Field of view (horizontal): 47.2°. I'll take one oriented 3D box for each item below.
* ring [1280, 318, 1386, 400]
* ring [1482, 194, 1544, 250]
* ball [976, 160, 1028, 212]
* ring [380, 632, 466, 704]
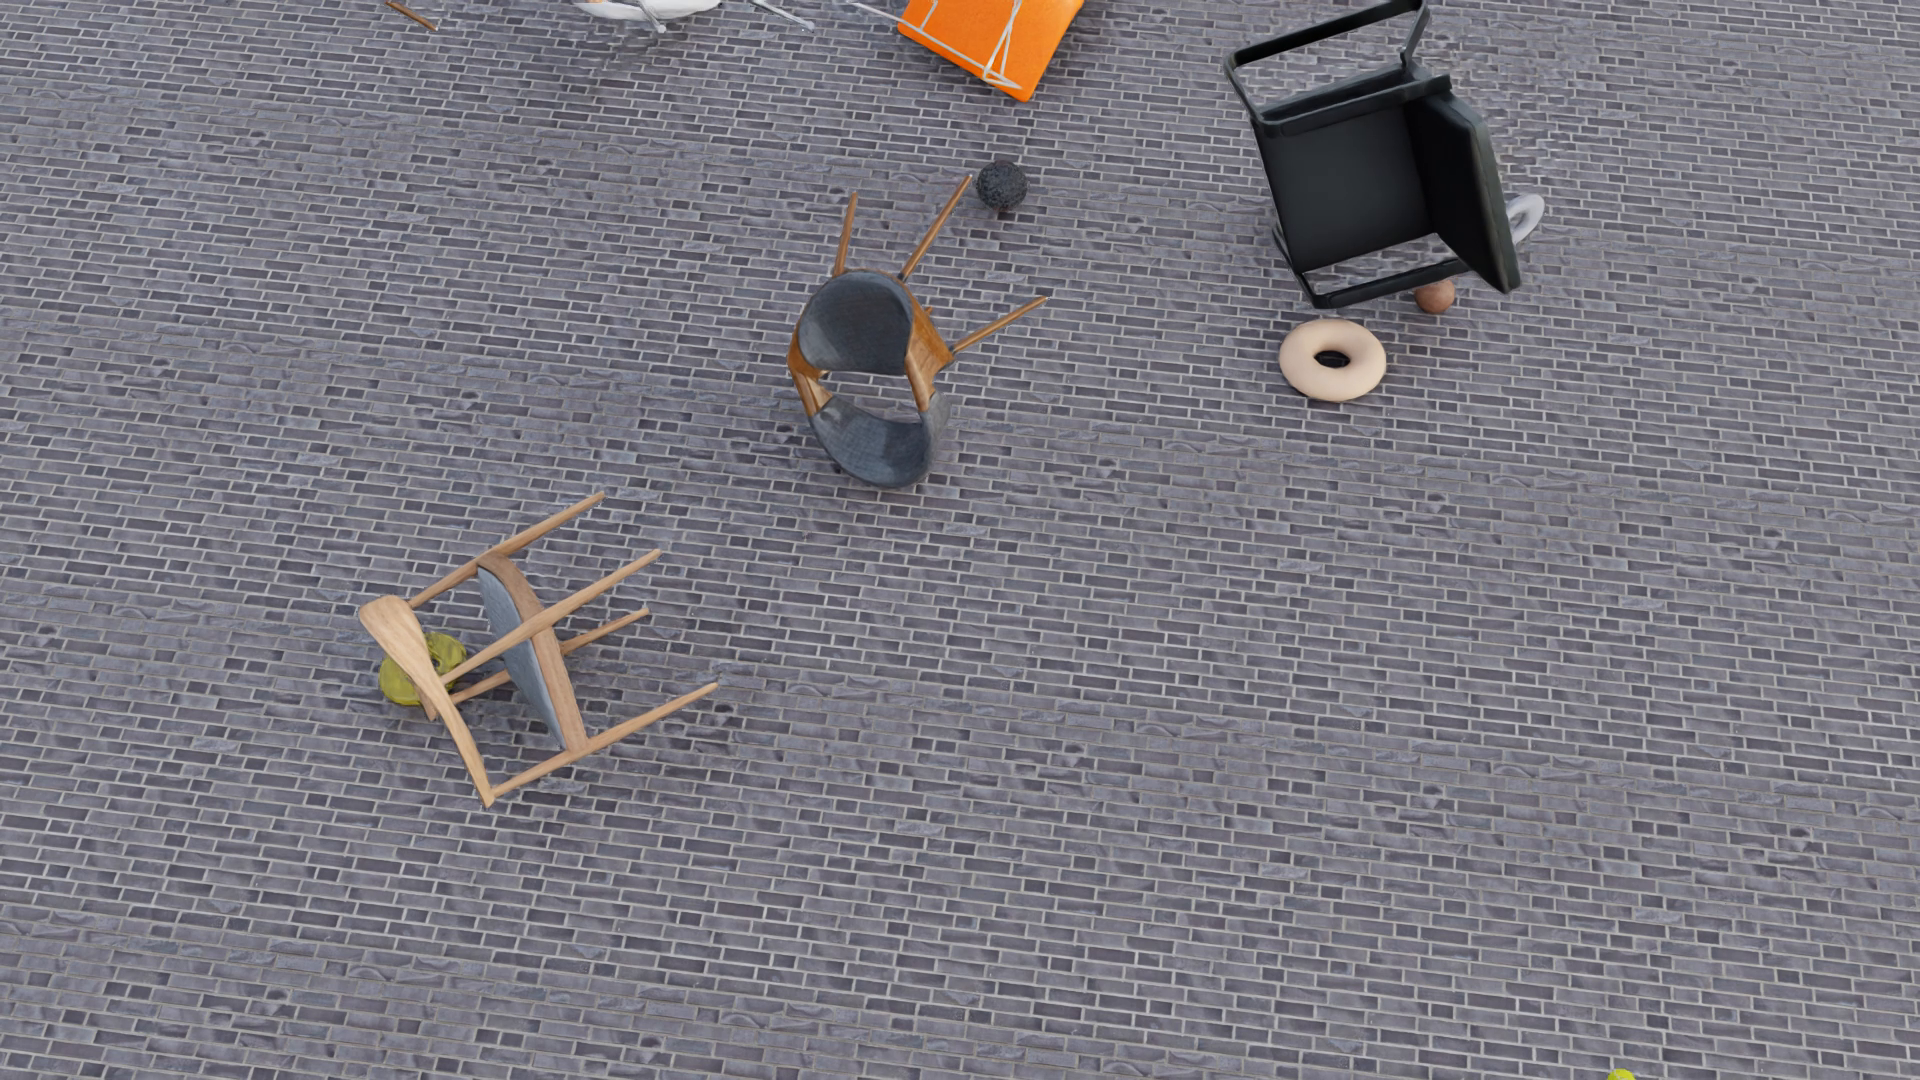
[{"bbox_3d":[1.166,-0.566,6.885,0.333,0.114,0.288,7,60,7],"label":"ring"},{"bbox_3d":[1.808,-1.039,7.189,0.259,0.142,0.048,-37,32,-9],"label":"ring"},{"bbox_3d":[0.138,-1.166,7.254,0.170,0.170,0.170,0,56,0],"label":"ball"},{"bbox_3d":[-1.535,0.367,6.290,0.261,0.062,0.216,-37,65,-24],"label":"ring"}]
